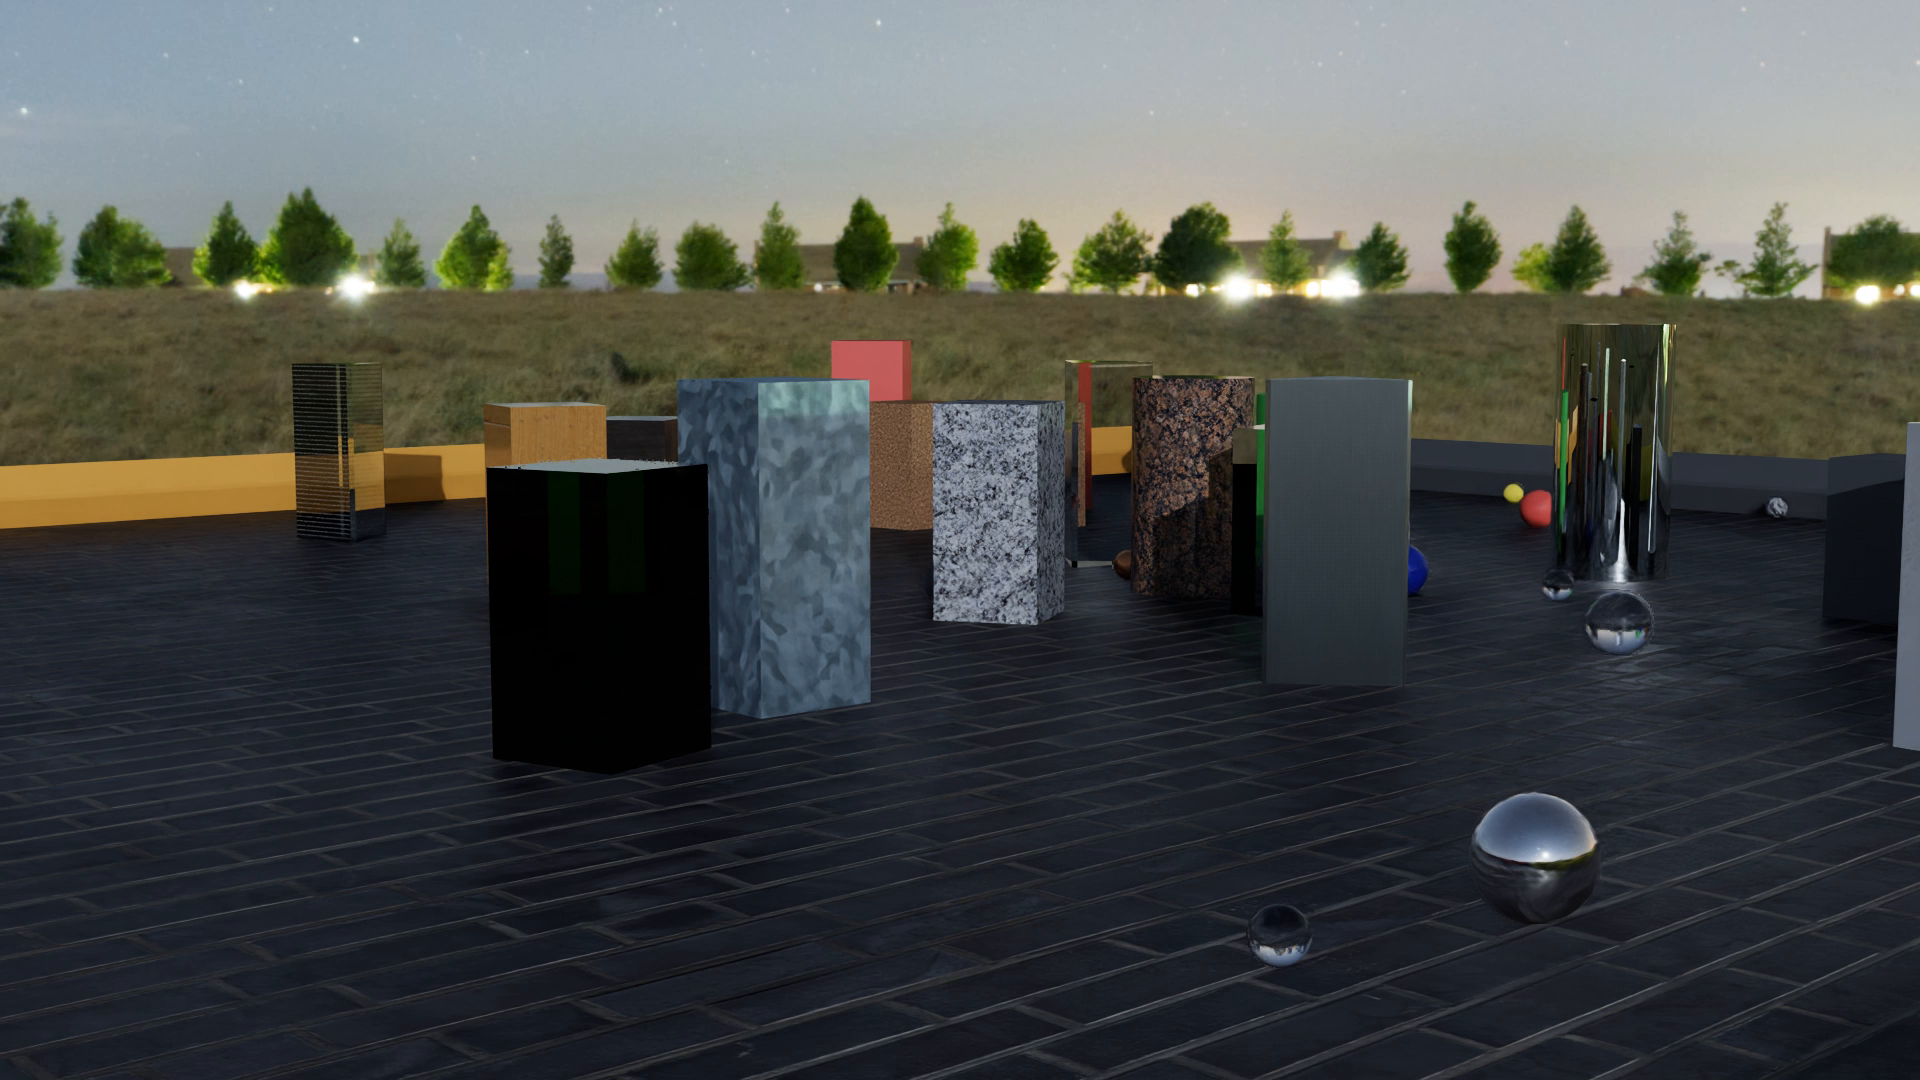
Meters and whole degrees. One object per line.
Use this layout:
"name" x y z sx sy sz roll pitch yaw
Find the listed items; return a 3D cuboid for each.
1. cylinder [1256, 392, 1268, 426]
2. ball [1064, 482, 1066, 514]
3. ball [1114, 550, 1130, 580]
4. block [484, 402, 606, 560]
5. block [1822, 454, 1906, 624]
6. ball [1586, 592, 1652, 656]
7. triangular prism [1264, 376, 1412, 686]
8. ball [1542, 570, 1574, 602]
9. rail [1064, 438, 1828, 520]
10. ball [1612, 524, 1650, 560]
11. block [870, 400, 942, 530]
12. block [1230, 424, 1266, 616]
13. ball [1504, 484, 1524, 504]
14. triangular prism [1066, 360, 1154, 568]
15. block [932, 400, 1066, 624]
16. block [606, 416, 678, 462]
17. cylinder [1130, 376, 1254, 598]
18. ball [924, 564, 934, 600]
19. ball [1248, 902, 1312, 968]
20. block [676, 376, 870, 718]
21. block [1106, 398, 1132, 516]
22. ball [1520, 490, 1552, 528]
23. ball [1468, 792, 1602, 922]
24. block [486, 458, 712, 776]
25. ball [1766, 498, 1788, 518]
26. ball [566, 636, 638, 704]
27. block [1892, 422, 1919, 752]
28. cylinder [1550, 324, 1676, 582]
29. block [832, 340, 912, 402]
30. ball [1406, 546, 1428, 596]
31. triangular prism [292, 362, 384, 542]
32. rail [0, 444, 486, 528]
"cylinder" 0.624 -0.113 3.924 0.192 0.293 0.192 0 6 0
"ball" 0.240 -0.090 4.738 0.075 0.075 0.075 0 6 0
"ball" 0.278 0.041 3.622 0.049 0.049 0.049 0 6 0
"block" -0.663 -0.071 3.520 0.154 0.292 0.154 -3 7 -27
"block" 1.361 -0.003 3.175 0.154 0.231 0.154 -5 8 -41
"ball" 0.848 0.107 2.830 0.083 0.083 0.083 0 6 0
"triangular prism" 0.453 -0.016 2.667 0.166 0.361 0.144 1 6 7
"ball" 0.912 0.069 3.354 0.049 0.049 0.049 0 6 0
"rail" 1.633 -0.125 4.831 0.045 0.125 4.300 -6 8 -42
"ball" 1.193 0.003 3.908 0.065 0.065 0.065 0 6 0
"block" -0.103 -0.157 4.521 0.154 0.254 0.154 5 8 42
"block" 0.501 -0.030 3.234 0.154 0.271 0.154 3 7 28
"ball" 1.270 -0.106 5.045 0.045 0.045 0.045 0 6 0
"triangular prism" 0.229 -0.139 3.881 0.166 0.353 0.144 -4 7 -32
"block" 0.058 -0.044 3.186 0.154 0.310 0.154 2 6 17
"block" -0.599 -0.108 4.124 0.154 0.241 0.154 1 6 12
"cylinder" 0.367 -0.088 3.472 0.192 0.338 0.192 0 6 0
"ball" -0.022 0.064 3.316 0.068 0.068 0.068 0 6 0
"ball" 0.217 0.268 1.494 0.043 0.043 0.043 0 6 0
"block" -0.210 0.002 2.483 0.154 0.365 0.154 -5 8 -41
"block" 0.422 -0.182 4.795 0.154 0.248 0.154 -2 6 -22
"ball" 1.175 -0.062 4.465 0.078 0.078 0.078 0 6 0
"ball" 0.419 0.231 1.602 0.094 0.094 0.094 0 6 0
"block" -0.359 0.070 2.196 0.154 0.290 0.154 4 7 32
"ball" 1.740 -0.068 4.684 0.044 0.044 0.044 0 6 0
"ball" -0.404 0.146 2.482 0.078 0.078 0.078 0 6 0
"block" 1.059 0.048 2.210 0.154 0.330 0.154 -4 7 -36
"cylinder" 1.088 -0.150 3.669 0.192 0.419 0.192 0 6 0
"block" -0.192 -0.248 4.810 0.154 0.375 0.154 1 6 6
"ball" 0.688 0.047 3.419 0.080 0.080 0.080 0 6 0
"triangular prism" -1.182 -0.174 4.282 0.166 0.339 0.144 4 7 35
"rail" -1.442 -0.131 4.886 4.491 0.125 0.045 -6 8 -42
